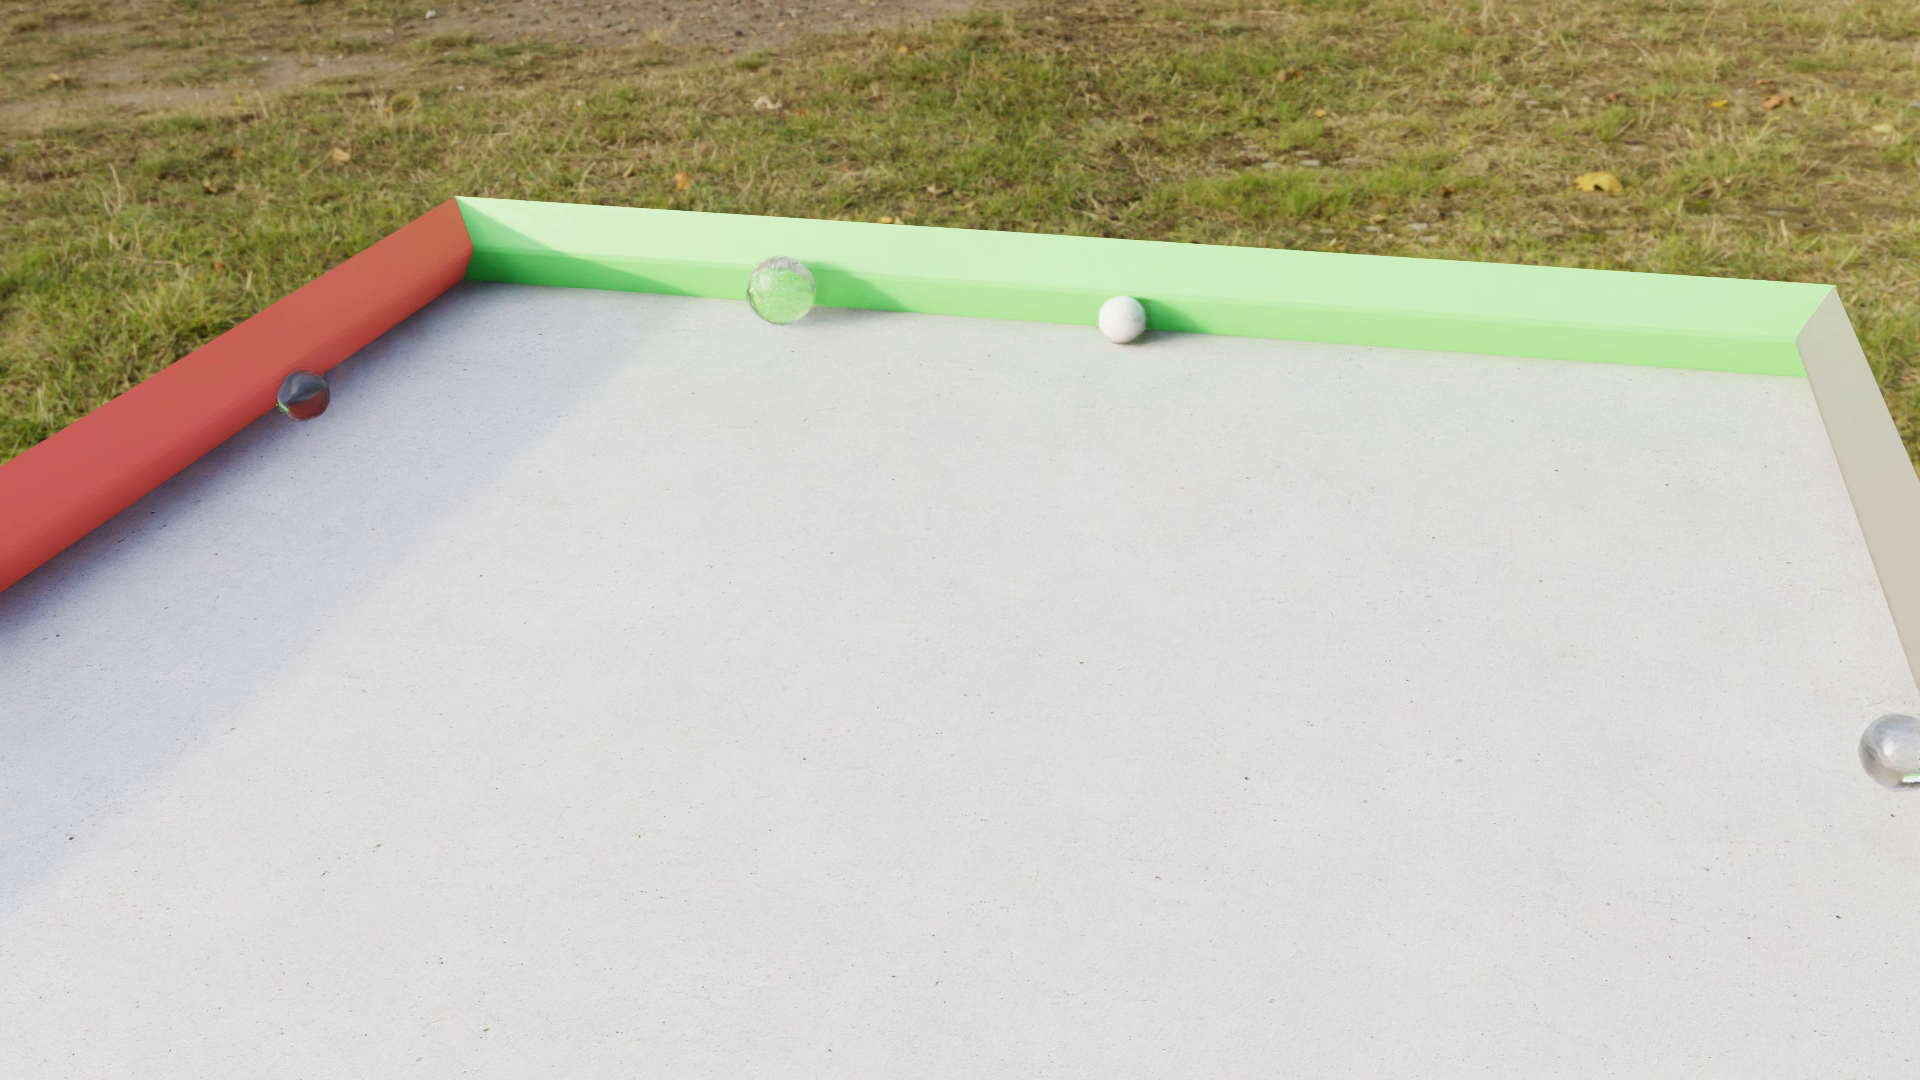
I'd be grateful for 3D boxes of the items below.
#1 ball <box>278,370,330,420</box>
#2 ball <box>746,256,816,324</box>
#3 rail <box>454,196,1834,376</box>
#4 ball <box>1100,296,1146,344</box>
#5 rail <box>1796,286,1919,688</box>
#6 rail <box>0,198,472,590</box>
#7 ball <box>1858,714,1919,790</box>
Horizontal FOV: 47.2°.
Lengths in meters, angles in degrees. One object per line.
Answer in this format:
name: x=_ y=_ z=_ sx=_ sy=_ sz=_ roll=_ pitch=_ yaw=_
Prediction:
ball: x=-0.842 y=-0.185 z=2.821 sx=0.065 sy=0.065 sz=0.065 roll=0 pitch=24 yaw=0
ball: x=-0.258 y=-0.360 z=3.173 sx=0.099 sy=0.099 sz=0.099 roll=0 pitch=24 yaw=0
rail: x=0.193 y=-0.362 z=3.136 sx=1.984 sy=0.129 sz=0.045 roll=5 pitch=25 yaw=12
ball: x=0.230 y=-0.311 z=3.101 sx=0.067 sy=0.067 sz=0.067 roll=0 pitch=24 yaw=0
rail: x=0.745 y=0.411 z=1.397 sx=0.045 sy=0.129 sz=3.505 roll=5 pitch=25 yaw=12
rail: x=-1.142 y=0.233 z=1.798 sx=0.045 sy=0.129 sz=3.505 roll=5 pitch=25 yaw=12
ball: x=0.842 y=0.190 z=1.972 sx=0.068 sy=0.068 sz=0.068 roll=0 pitch=24 yaw=0
